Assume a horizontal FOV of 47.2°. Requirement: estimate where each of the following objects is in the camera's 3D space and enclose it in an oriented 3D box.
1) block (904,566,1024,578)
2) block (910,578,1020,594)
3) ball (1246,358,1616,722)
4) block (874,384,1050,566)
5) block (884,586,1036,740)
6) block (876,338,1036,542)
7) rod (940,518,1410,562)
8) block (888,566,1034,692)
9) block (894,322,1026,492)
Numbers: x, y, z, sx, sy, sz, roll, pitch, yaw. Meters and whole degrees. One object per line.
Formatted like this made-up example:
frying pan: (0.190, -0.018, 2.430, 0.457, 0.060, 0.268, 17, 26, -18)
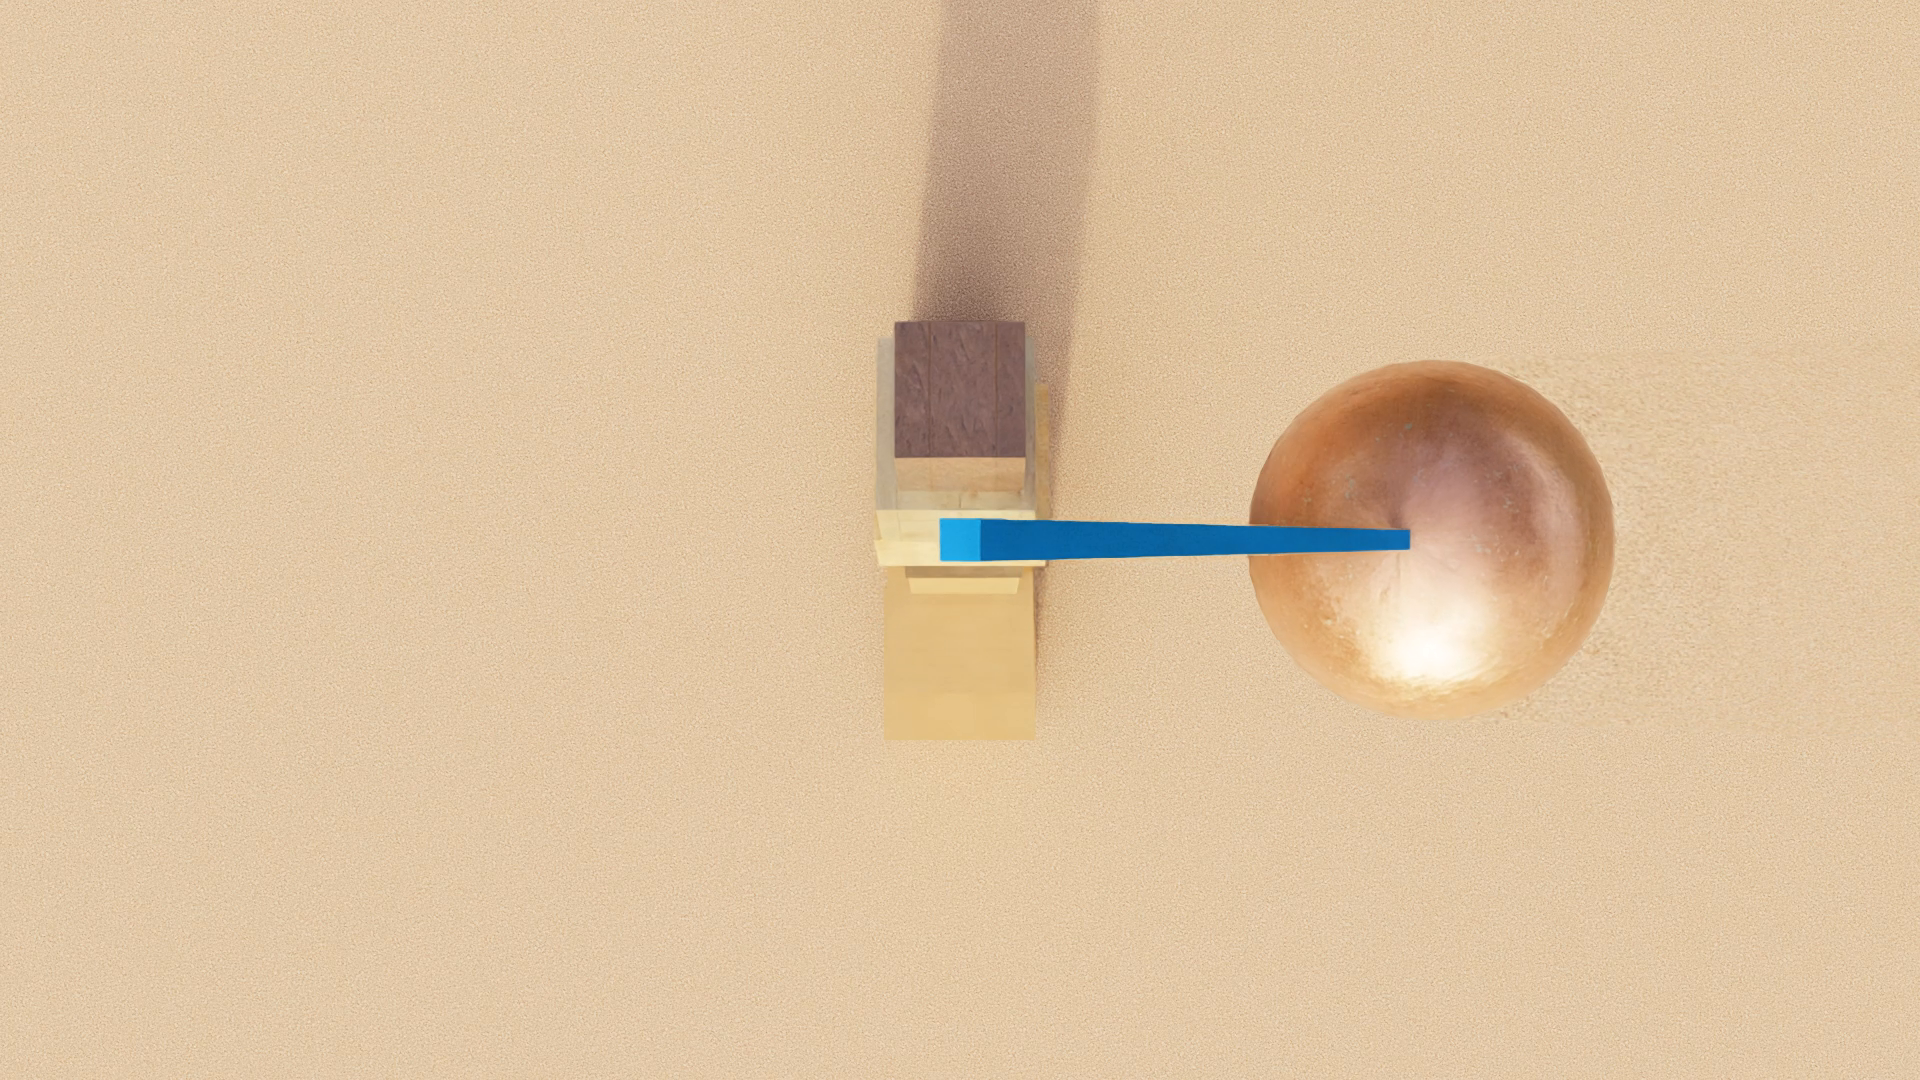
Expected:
block: (0.018, -0.169, 10.419, 0.560, 0.533, 0.618, 0, 79, 0)
block: (0.020, -0.071, 10.939, 0.535, 0.526, 0.604, 0, 79, 0)
ball: (2.074, 0.000, 9.739, 1.600, 1.600, 1.600, 0, 90, 0)
block: (0.008, -0.280, 9.839, 0.756, 0.647, 0.694, 0, 79, 0)
block: (-0.002, 0.682, 12.534, 0.831, 0.933, 0.833, 0, 90, 0)
block: (-0.016, -0.404, 9.178, 0.638, 0.698, 0.710, 0, 79, 0)
rod: (0.899, 0.000, 6.549, 0.080, 5.200, 0.080, 0, 90, 20)
block: (0.003, 0.394, 11.625, 0.741, 0.878, 0.787, 0, 89, 0)
block: (0.001, -0.509, 8.536, 0.492, 0.603, 0.525, 0, 79, 0)
